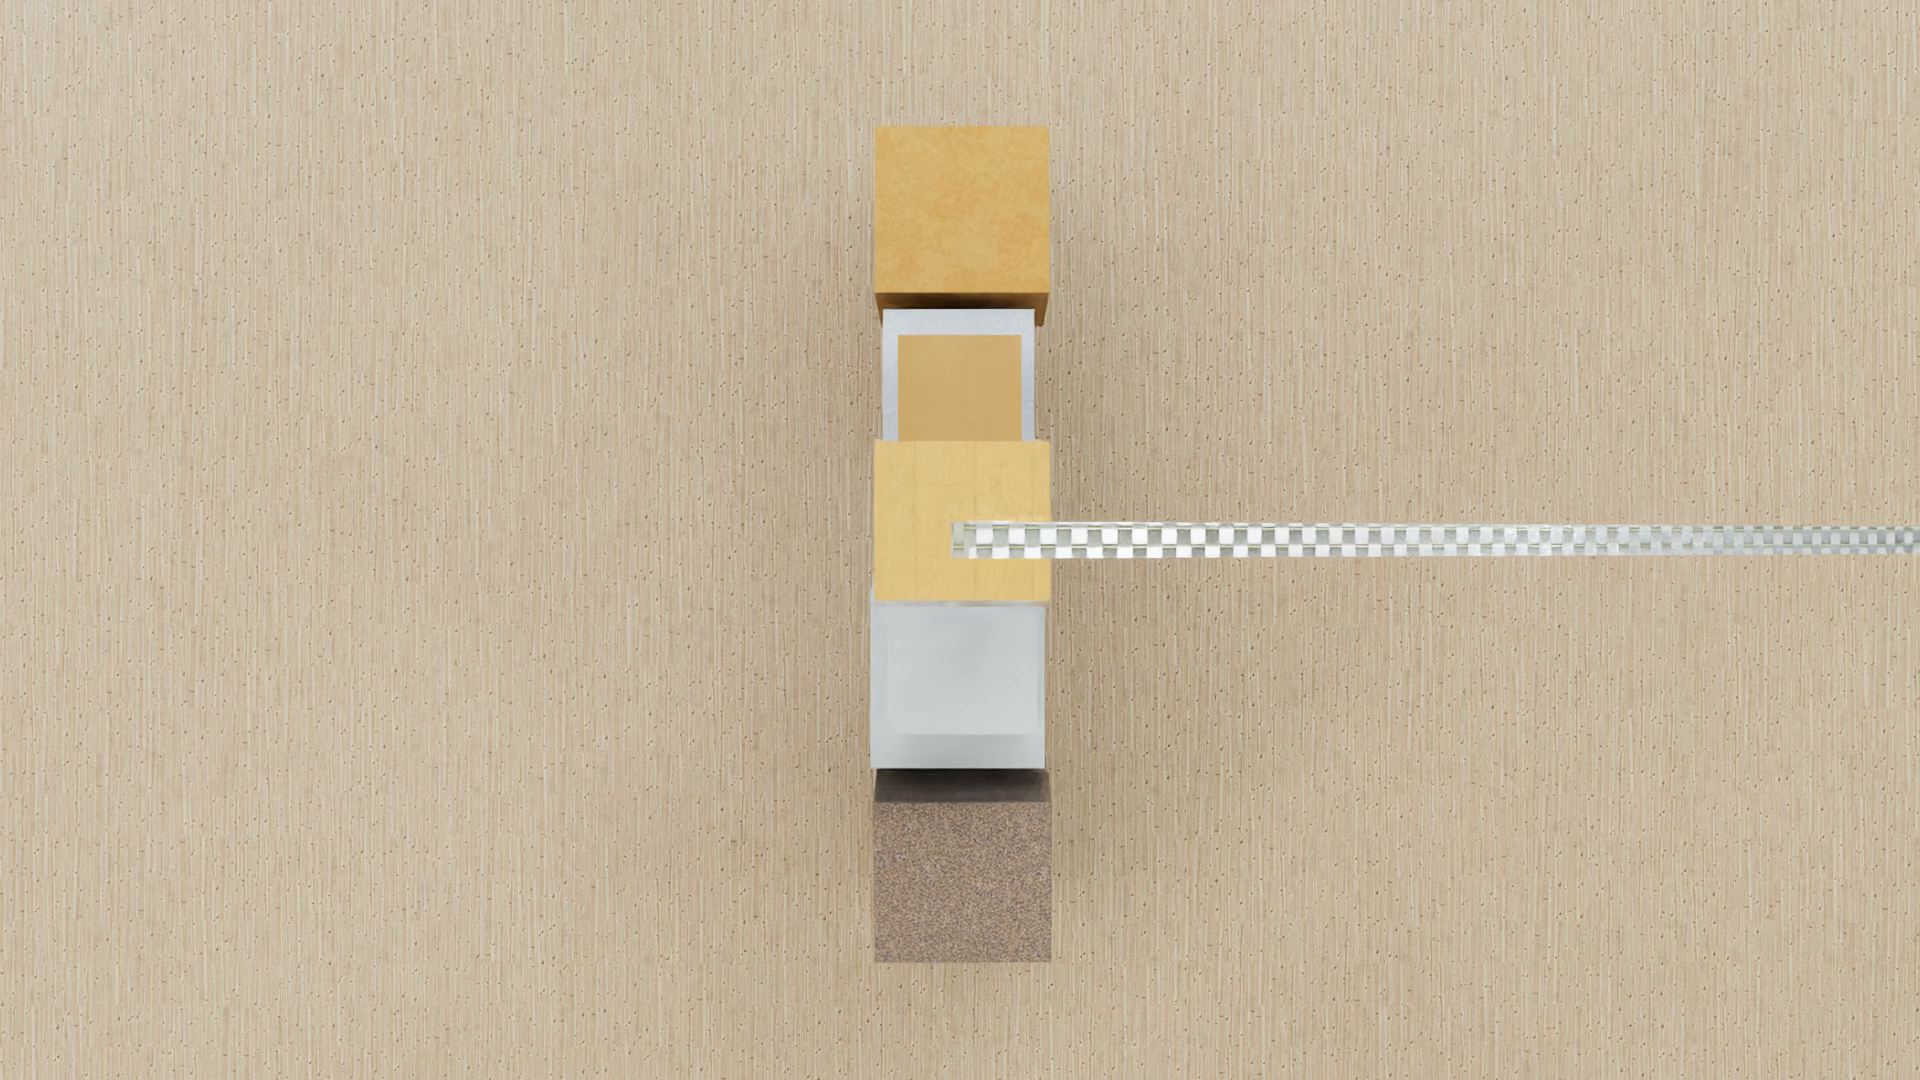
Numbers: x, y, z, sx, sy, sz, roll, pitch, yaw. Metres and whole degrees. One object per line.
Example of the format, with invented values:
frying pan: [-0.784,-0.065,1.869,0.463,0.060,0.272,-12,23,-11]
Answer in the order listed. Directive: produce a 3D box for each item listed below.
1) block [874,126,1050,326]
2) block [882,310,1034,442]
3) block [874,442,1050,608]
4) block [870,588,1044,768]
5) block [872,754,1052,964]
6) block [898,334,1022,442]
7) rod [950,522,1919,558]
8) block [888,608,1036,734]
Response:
block: [0.011,-1.655,11.710,0.894,0.858,0.872,0,84,0]
block: [-0.008,-0.766,11.694,0.777,0.791,0.809,0,88,0]
block: [0.009,-0.056,9.691,0.745,0.747,0.675,0,86,0]
block: [-0.012,0.710,11.679,0.893,0.789,0.919,0,90,0]
block: [0.012,1.673,11.692,0.911,0.920,0.853,0,100,0]
block: [0.000,-0.679,11.010,0.604,0.563,0.619,0,87,0]
rod: [2.212,0.000,6.147,5.200,0.080,0.080,0,90,-32]
block: [0.010,0.567,10.891,0.712,0.787,0.719,0,90,0]
